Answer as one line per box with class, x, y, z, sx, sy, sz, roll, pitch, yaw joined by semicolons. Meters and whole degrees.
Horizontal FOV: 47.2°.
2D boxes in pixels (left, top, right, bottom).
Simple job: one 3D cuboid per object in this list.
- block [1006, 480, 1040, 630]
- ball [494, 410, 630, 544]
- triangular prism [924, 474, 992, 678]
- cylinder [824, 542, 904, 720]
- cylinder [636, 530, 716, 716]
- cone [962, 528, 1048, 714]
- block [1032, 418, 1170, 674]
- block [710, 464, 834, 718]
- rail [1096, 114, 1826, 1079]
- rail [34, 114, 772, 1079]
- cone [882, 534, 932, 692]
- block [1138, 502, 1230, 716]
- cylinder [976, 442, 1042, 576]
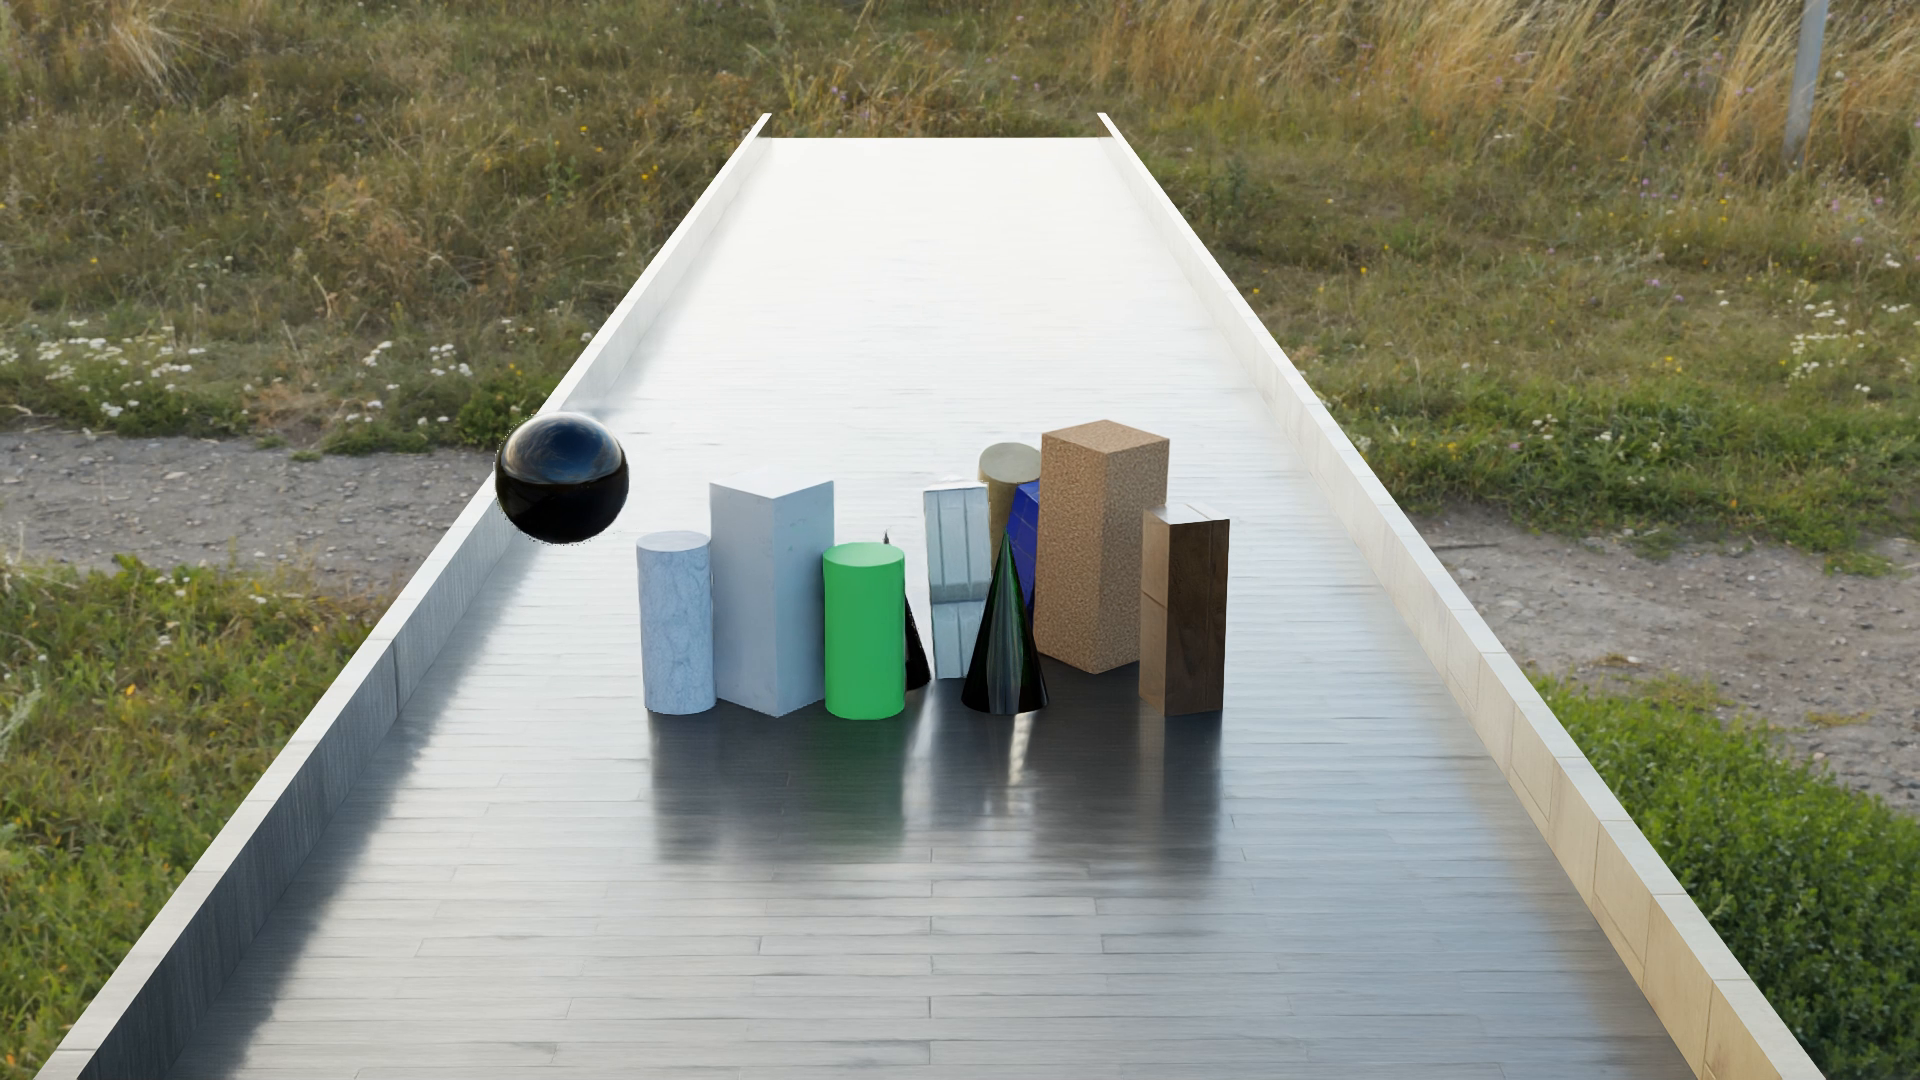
block;0.163;0.031;4.548;0.111;0.304;0.111;-17;44;-37
ball;-0.732;-0.114;4.055;0.247;0.247;0.247;0;17;0
triangular prism;-0.002;0.069;4.308;0.122;0.384;0.106;-4;17;-2
cylinder;-0.179;0.170;4.123;0.150;0.302;0.150;0;17;0
cylinder;-0.532;0.155;4.140;0.136;0.321;0.136;0;17;0
cone;0.086;0.138;4.157;0.168;0.345;0.168;0;17;0
block;0.279;0.011;4.380;0.178;0.454;0.178;-14;25;-40
block;-0.351;0.094;4.152;0.163;0.428;0.163;14;23;37
rail;0.932;-0.844;7.801;0.050;0.150;12.000;0;17;-1
rail;-1.118;-0.838;7.780;0.050;0.150;12.000;0;17;-1
cone;-0.140;0.126;4.264;0.167;0.301;0.167;-1;19;0
block;0.420;0.129;4.135;0.121;0.375;0.121;-5;17;-18
cylinder;0.097;-0.025;4.643;0.139;0.355;0.139;3;40;-2
